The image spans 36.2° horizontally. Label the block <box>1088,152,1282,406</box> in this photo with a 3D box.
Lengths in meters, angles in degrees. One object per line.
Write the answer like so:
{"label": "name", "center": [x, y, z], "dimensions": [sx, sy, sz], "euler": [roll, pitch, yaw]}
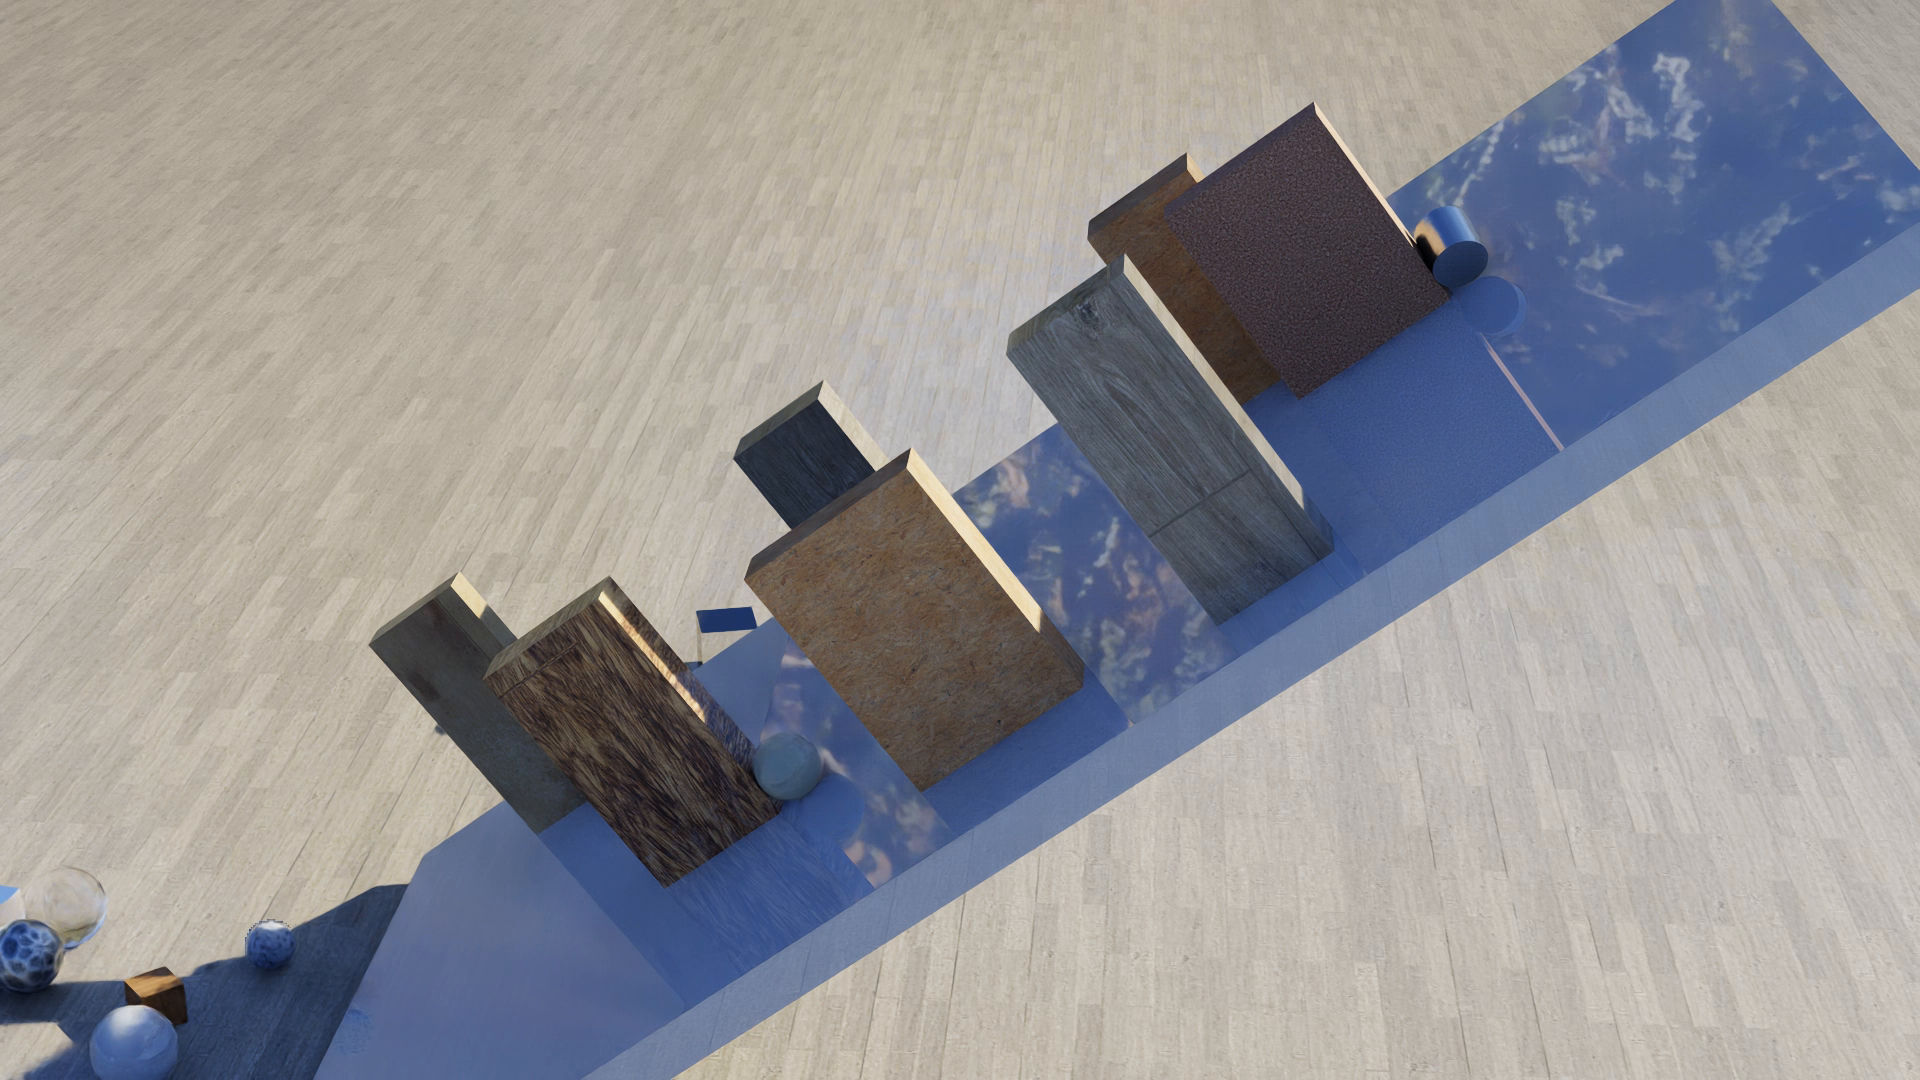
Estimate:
{"label": "block", "center": [0.529, -0.548, 6.346], "dimensions": [0.261, 0.498, 0.141], "euler": [-34, 16, 16]}

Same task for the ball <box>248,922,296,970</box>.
{"label": "ball", "center": [-1.733, 1.020, 7.398], "dimensions": [0.118, 0.118, 0.118], "euler": [0, 23, 0]}

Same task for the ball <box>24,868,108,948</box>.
{"label": "ball", "center": [-2.277, 0.936, 7.489], "dimensions": [0.205, 0.205, 0.205], "euler": [0, 23, 0]}

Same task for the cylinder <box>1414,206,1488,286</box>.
{"label": "cylinder", "center": [1.010, -0.603, 6.047], "dimensions": [0.118, 0.118, 0.118], "euler": [-5, 44, -12]}

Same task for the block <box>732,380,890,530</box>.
{"label": "block", "center": [-0.298, -0.120, 7.097], "dimensions": [0.259, 0.451, 0.141], "euler": [-34, 16, 16]}

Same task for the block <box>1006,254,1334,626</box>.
{"label": "block", "center": [0.385, -0.177, 5.339], "dimensions": [0.259, 0.650, 0.119], "euler": [-34, 16, 16]}

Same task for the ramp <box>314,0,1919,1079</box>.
{"label": "ramp", "center": [0.129, 0.179, 6.321], "dimensions": [4.000, 0.100, 2.000], "euler": [-34, 16, 16]}

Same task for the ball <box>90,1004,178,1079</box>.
{"label": "ball", "center": [-1.933, 1.189, 6.883], "dimensions": [0.201, 0.201, 0.201], "euler": [0, 23, 0]}

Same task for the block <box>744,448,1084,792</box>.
{"label": "block", "center": [-0.084, 0.158, 5.638], "dimensions": [0.391, 0.553, 0.111], "euler": [-34, 16, 16]}

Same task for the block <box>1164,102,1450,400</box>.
{"label": "block", "center": [0.716, -0.594, 6.078], "dimensions": [0.377, 0.483, 0.100], "euler": [-34, 16, 16]}

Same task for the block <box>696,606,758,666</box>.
{"label": "block", "center": [-0.712, 0.323, 9.010], "dimensions": [0.172, 0.172, 0.172], "euler": [-4, 23, -10]}

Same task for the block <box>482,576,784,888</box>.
{"label": "block", "center": [-0.679, 0.408, 6.189], "dimensions": [0.317, 0.601, 0.124], "euler": [-34, 16, 16]}

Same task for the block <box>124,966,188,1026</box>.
{"label": "block", "center": [-1.958, 1.123, 7.165], "dimensions": [0.107, 0.107, 0.107], "euler": [-17, 28, -35]}

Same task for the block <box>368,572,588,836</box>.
{"label": "block", "center": [-1.123, 0.401, 7.156], "dimensions": [0.266, 0.631, 0.089], "euler": [-34, 16, 16]}

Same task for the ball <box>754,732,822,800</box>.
{"label": "ball", "center": [-0.361, 0.471, 6.150], "dimensions": [0.142, 0.142, 0.142], "euler": [0, 23, 0]}

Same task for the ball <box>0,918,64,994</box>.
{"label": "ball", "center": [-2.316, 1.030, 7.289], "dimensions": [0.183, 0.183, 0.183], "euler": [0, 23, 0]}

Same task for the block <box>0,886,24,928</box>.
{"label": "block", "center": [-2.481, 0.989, 7.381], "dimensions": [0.189, 0.189, 0.189], "euler": [6, 23, 15]}
